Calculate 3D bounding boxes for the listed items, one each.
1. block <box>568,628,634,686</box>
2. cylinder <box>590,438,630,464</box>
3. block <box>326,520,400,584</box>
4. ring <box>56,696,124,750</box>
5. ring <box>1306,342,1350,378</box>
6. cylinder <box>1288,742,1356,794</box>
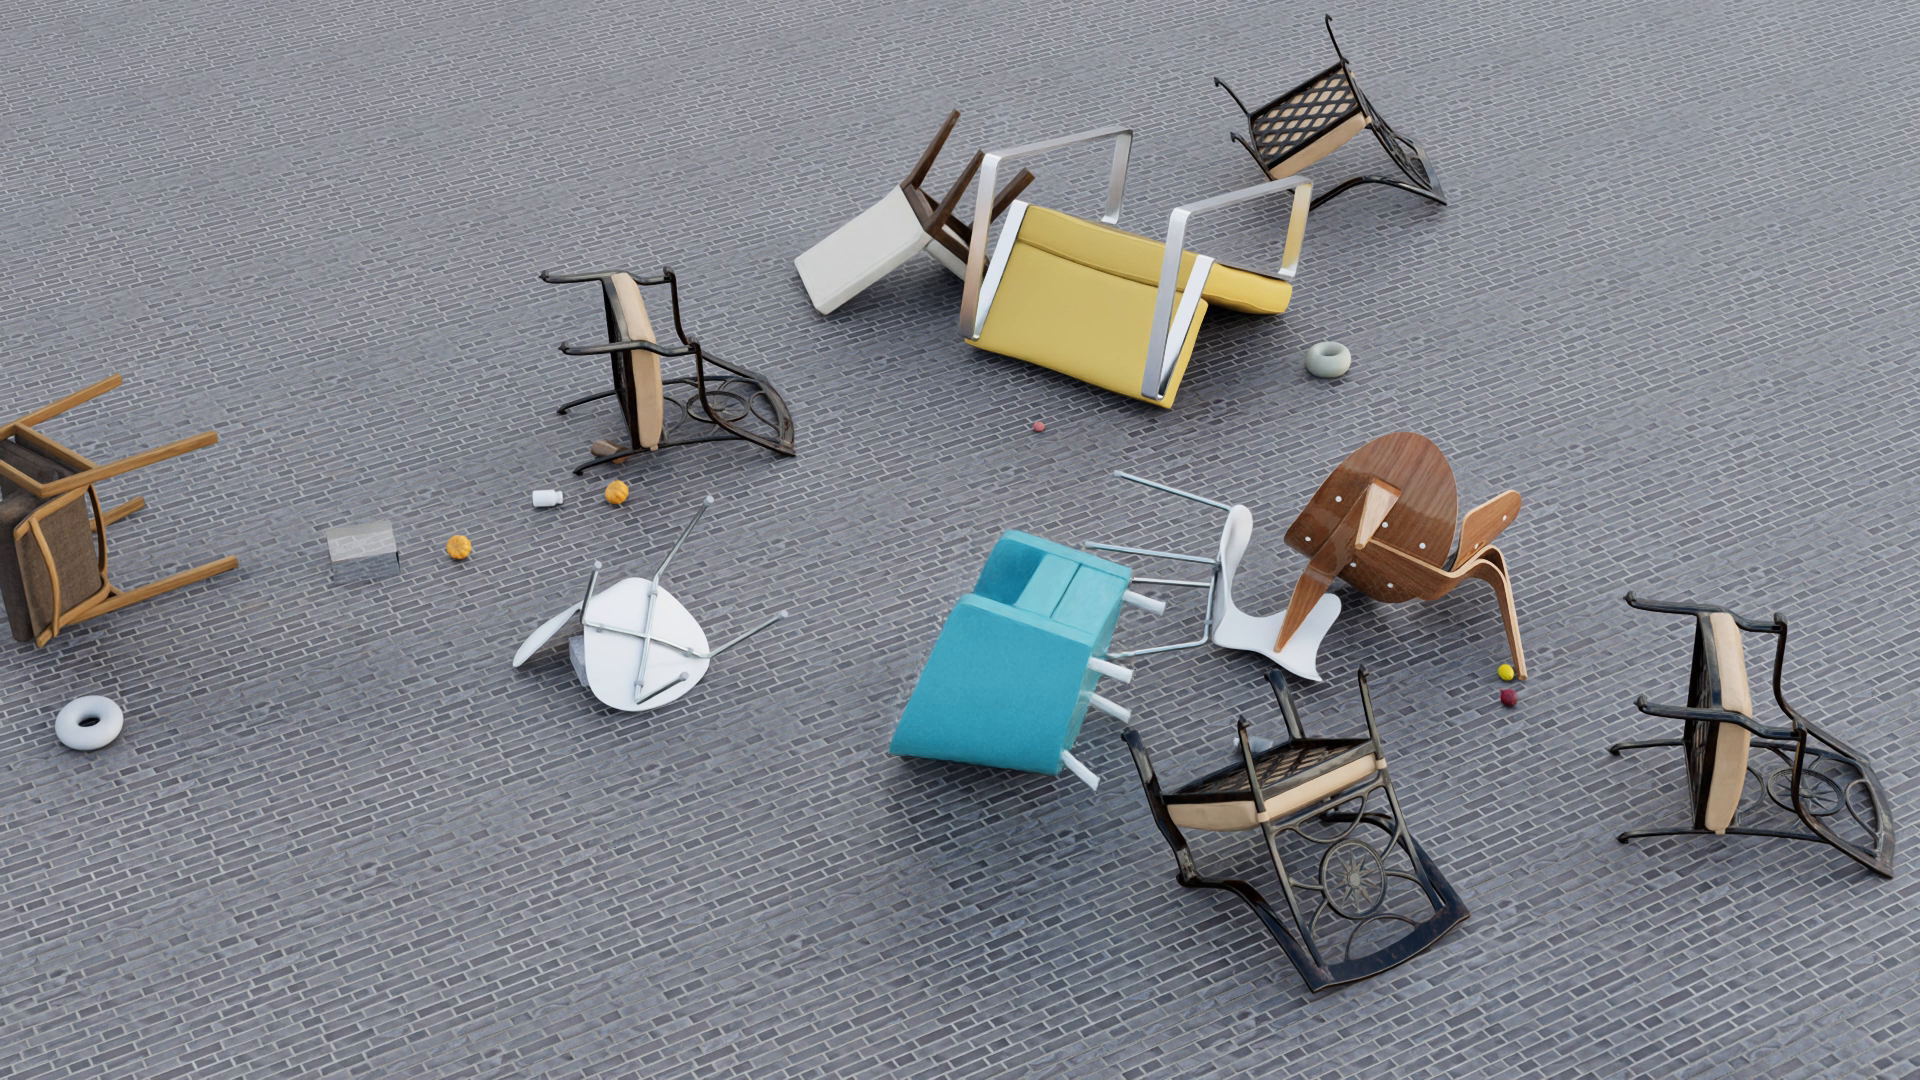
[{"bbox_3d":[-1.252,0.408,10.241,0.187,0.093,0.175,-12,35,-17],"label":"block"},{"bbox_3d":[-1.362,-0.346,11.410,0.112,0.064,0.100,23,29,26],"label":"cylinder"},{"bbox_3d":[-2.197,0.044,10.786,0.239,0.101,0.221,-9,34,-14],"label":"block"},{"bbox_3d":[-2.952,0.619,9.941,0.225,0.070,0.279,-11,34,-14],"label":"ring"},{"bbox_3d":[1.504,-0.737,11.978,0.191,0.096,0.180,-21,38,-26],"label":"ring"},{"bbox_3d":[1.197,0.752,9.696,0.166,0.116,0.184,16,29,22],"label":"cylinder"}]
